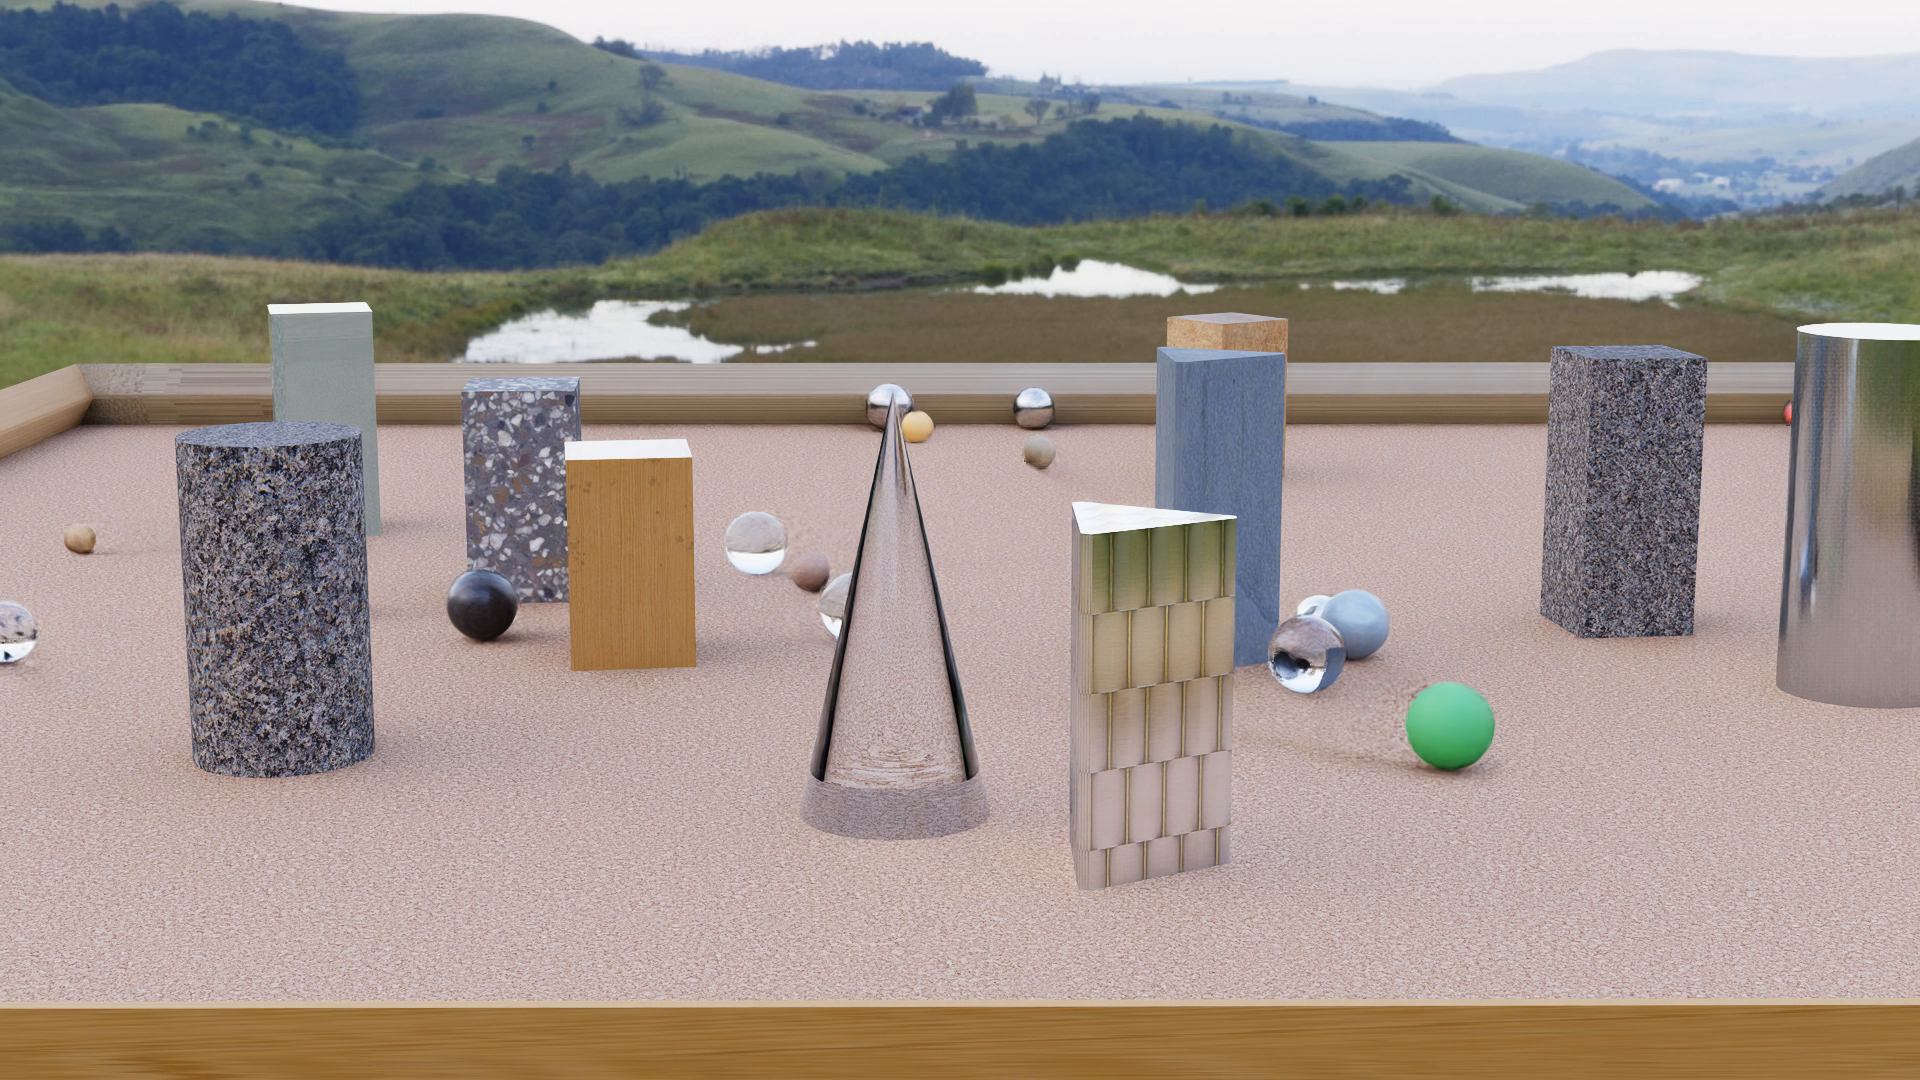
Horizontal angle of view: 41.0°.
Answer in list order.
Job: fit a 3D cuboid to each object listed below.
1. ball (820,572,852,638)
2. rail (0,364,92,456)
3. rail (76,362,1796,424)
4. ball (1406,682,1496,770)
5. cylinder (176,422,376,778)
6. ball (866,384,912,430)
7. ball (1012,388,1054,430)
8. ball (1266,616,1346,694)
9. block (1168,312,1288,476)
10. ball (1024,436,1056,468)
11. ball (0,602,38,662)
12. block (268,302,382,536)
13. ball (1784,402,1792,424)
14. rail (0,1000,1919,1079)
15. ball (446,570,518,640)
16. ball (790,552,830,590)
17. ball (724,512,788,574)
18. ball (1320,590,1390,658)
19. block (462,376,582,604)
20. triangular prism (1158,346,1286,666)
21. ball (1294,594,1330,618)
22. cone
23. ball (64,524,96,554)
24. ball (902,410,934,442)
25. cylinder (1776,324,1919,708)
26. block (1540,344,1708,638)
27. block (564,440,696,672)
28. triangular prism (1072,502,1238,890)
[{"bbox_3d":[-0.133,0.085,3.257,0.089,0.089,0.089,0,11,0],"label":"ball"},{"bbox_3d":[-1.758,0.033,3.439,0.045,0.122,3.598,0,11,0],"label":"rail"},{"bbox_3d":[-0.010,-0.294,5.195,3.563,0.122,0.045,0,11,0],"label":"rail"},{"bbox_3d":[0.511,0.193,2.671,0.091,0.091,0.091,0,11,0],"label":"ball"},{"bbox_3d":[-0.720,0.059,2.703,0.188,0.344,0.188,0,11,0],"label":"cylinder"},{"bbox_3d":[-0.142,-0.265,5.121,0.094,0.094,0.094,0,11,0],"label":"ball"},{"bbox_3d":[0.147,-0.263,5.139,0.084,0.084,0.084,0,11,0],"label":"ball"},{"bbox_3d":[0.404,0.133,2.994,0.091,0.091,0.091,0,11,0],"label":"ball"},{"bbox_3d":[0.472,-0.254,4.554,0.150,0.280,0.150,-7,13,-34],"label":"block"},{"bbox_3d":[0.145,-0.159,4.653,0.057,0.057,0.057,0,11,0],"label":"ball"},{"bbox_3d":[-1.171,0.113,3.146,0.074,0.074,0.074,0,11,0],"label":"ball"},{"bbox_3d":[-0.994,-0.188,4.012,0.150,0.349,0.150,-3,11,-16],"label":"block"},{"bbox_3d":[1.692,-0.255,5.177,0.054,0.054,0.054,0,11,0],"label":"ball"},{"bbox_3d":[0.010,0.357,1.704,3.563,0.122,0.045,0,11,0],"label":"rail"},{"bbox_3d":[-0.609,0.082,3.269,0.090,0.090,0.090,0,11,0],"label":"ball"},{"bbox_3d":[-0.208,0.043,3.574,0.055,0.055,0.055,0,11,0],"label":"ball"},{"bbox_3d":[-0.293,0.004,3.688,0.091,0.091,0.091,0,11,0],"label":"ball"},{"bbox_3d":[0.488,0.104,3.166,0.086,0.086,0.086,0,11,0],"label":"ball"},{"bbox_3d":[-0.601,-0.071,3.543,0.150,0.291,0.150,-1,11,-6],"label":"block"},{"bbox_3d":[0.286,-0.041,3.144,0.163,0.379,0.141,-7,13,-33],"label":"triangular prism"},{"bbox_3d":[0.454,0.101,3.243,0.063,0.063,0.063,0,11,0],"label":"ball"},{"bbox_3d":[-0.064,0.062,2.485,0.188,0.418,0.188,0,11,0],"label":"cone"},{"bbox_3d":[-1.319,-0.002,3.845,0.045,0.045,0.045,0,11,0],"label":"ball"},{"bbox_3d":[-0.082,-0.219,4.964,0.062,0.062,0.062,0,11,0],"label":"ball"},{"bbox_3d":[1.058,-0.032,2.979,0.188,0.422,0.188,0,11,0],"label":"cylinder"},{"bbox_3d":[0.859,-0.065,3.330,0.150,0.358,0.150,-1,11,-7],"label":"block"},{"bbox_3d":[-0.408,0.016,3.166,0.150,0.259,0.150,-2,11,-9],"label":"block"},{"bbox_3d":[0.143,0.134,2.356,0.163,0.323,0.141,-6,12,-30],"label":"triangular prism"}]
